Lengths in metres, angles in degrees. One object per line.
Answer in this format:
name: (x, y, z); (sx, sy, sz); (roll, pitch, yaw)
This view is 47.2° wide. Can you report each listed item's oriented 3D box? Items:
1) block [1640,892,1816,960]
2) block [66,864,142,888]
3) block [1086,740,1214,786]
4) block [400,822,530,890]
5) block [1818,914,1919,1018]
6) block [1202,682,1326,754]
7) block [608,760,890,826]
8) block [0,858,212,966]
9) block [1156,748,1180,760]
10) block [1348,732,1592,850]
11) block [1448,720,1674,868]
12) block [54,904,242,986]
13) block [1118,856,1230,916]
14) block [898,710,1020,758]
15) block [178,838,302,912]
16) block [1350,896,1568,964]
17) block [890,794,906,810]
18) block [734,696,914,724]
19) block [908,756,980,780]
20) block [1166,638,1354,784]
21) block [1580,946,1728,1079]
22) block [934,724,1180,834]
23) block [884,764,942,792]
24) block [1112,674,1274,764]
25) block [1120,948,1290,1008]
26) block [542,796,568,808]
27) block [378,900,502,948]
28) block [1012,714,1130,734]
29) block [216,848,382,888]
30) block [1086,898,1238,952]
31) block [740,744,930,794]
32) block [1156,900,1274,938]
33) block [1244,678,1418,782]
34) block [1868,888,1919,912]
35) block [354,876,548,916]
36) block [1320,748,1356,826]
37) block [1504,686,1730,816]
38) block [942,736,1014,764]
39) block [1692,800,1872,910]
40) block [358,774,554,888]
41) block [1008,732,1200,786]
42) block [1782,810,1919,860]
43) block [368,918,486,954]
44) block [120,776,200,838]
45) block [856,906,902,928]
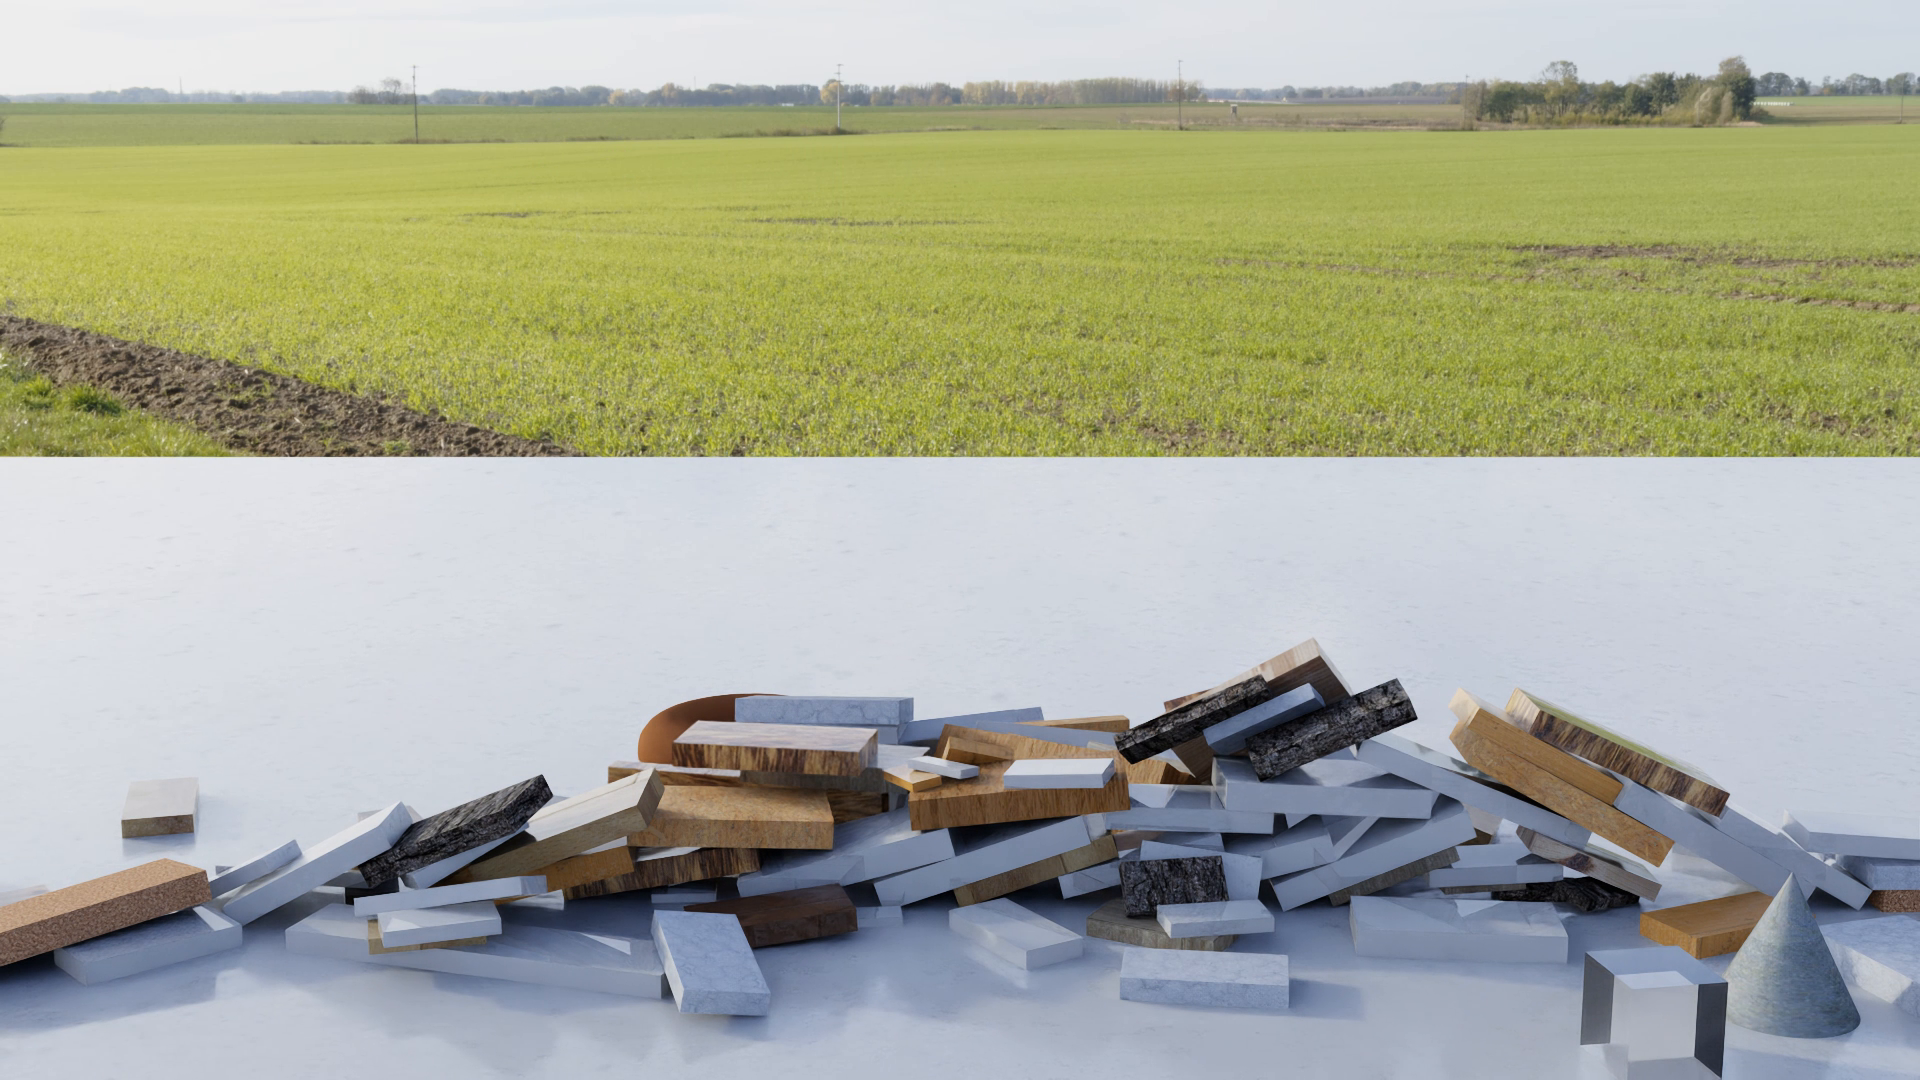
block: (1.213, 0.608, 3.477); (0.245, 0.035, 0.122); (-5, 12, -25)
block: (-1.422, 0.583, 3.629); (0.100, 0.028, 0.200); (-2, 11, -10)
block: (0.340, 0.466, 3.910); (0.317, 0.158, 0.045); (9, -20, 40)
block: (-0.794, 0.494, 3.519); (0.198, 0.028, 0.099); (-30, 11, -27)
block: (1.454, 0.653, 3.194); (0.178, 0.050, 0.451); (-3, 11, -17)
block: (0.514, 0.304, 3.698); (0.195, 0.028, 0.098); (-26, -25, 13)
block: (-0.373, 0.481, 3.862); (0.507, 0.144, 0.041); (3, 10, 14)
block: (-1.406, 0.588, 3.385); (0.450, 0.049, 0.172); (-15, 10, -39)
block: (0.471, 0.449, 4.116); (0.135, 0.038, 0.270); (-30, 27, -20)
block: (0.840, 0.403, 3.650); (0.406, 0.039, 0.137); (22, 9, -2)
block: (0.992, 0.411, 3.640); (0.355, 0.050, 0.178); (29, 9, -2)
block: (-1.251, 0.623, 3.394); (0.245, 0.035, 0.122); (-10, 14, -42)
block: (0.341, 0.550, 3.497); (0.166, 0.083, 0.023); (-2, -26, -11)
block: (-0.049, 0.408, 4.240); (0.311, 0.156, 0.044); (-5, 50, -24)
block: (-1.179, 0.549, 3.588); (0.193, 0.027, 0.096); (-25, 3, 17)
block: (0.777, 0.609, 3.445); (0.317, 0.043, 0.153); (1, 11, 6)
block: (-0.266, 0.458, 3.957); (0.333, 0.167, 0.047); (3, -32, 15)
block: (-0.255, 0.321, 4.165); (0.311, 0.044, 0.156); (0, -2, 9)
block: (-0.028, 0.378, 3.659); (0.107, 0.015, 0.054); (8, 5, 34)
block: (0.506, 0.293, 3.761); (0.306, 0.153, 0.043); (-29, 40, 15)
block: (0.943, 0.646, 2.993); (0.137, 0.137, 0.137); (-2, 11, -10)
block: (0.150, 0.447, 3.936); (0.496, 0.167, 0.047); (6, -21, 39)
block: (-0.079, 0.395, 3.656); (0.054, 0.015, 0.107); (-12, 12, -27)
block: (0.392, 0.300, 3.668); (0.266, 0.028, 0.098); (-24, -25, 9)
block: (0.363, 0.648, 3.261); (0.245, 0.035, 0.122); (1, 11, 8)
block: (-0.750, 0.502, 4.067); (0.193, 0.027, 0.096); (5, 12, 24)
block: (-0.787, 0.580, 3.325); (0.173, 0.024, 0.086); (-4, 11, -20)
block: (0.192, 0.416, 4.234); (0.270, 0.135, 0.038); (-3, 10, -15)
block: (-1.094, 0.550, 3.689); (0.288, 0.026, 0.091); (1, 11, 13)
block: (0.320, 0.612, 3.469); (0.214, 0.030, 0.107); (6, 12, 28)
block: (-0.216, 0.392, 3.832); (0.299, 0.042, 0.149); (3, 10, 14)
block: (0.398, 0.591, 3.433); (0.166, 0.023, 0.083); (-2, 11, -10)
block: (0.609, 0.312, 3.624); (0.274, 0.039, 0.137); (-23, 8, 6)
block: (1.640, 0.573, 3.649); (0.280, 0.040, 0.140); (0, 11, -2)
block: (-0.785, 0.549, 3.394); (0.274, 0.028, 0.099); (-9, -10, 11)
block: (0.672, 0.439, 3.868); (0.153, 0.043, 0.307); (-6, 47, -10)
block: (1.082, 0.348, 3.629); (0.346, 0.043, 0.153); (24, 9, -4)
block: (0.008, 0.446, 3.785); (0.113, 0.227, 0.032); (12, 32, -9)
block: (1.354, 0.506, 3.638); (0.280, 0.040, 0.140); (30, 9, -5)
block: (-0.803, 0.463, 3.506); (0.288, 0.041, 0.144); (-22, 10, 20)
block: (0.227, 0.461, 3.933); (0.406, 0.158, 0.045); (9, -19, 40)
block: (1.536, 0.490, 3.626); (0.315, 0.035, 0.122); (4, 11, 1)
block: (-0.814, 0.598, 3.359); (0.173, 0.024, 0.086); (-3, 11, -15)
block: (-1.483, 0.495, 4.085); (0.122, 0.035, 0.245); (-3, 11, -16)
block: (-0.146, 0.607, 3.539); (0.104, 0.015, 0.052); (-1, 11, -6)
